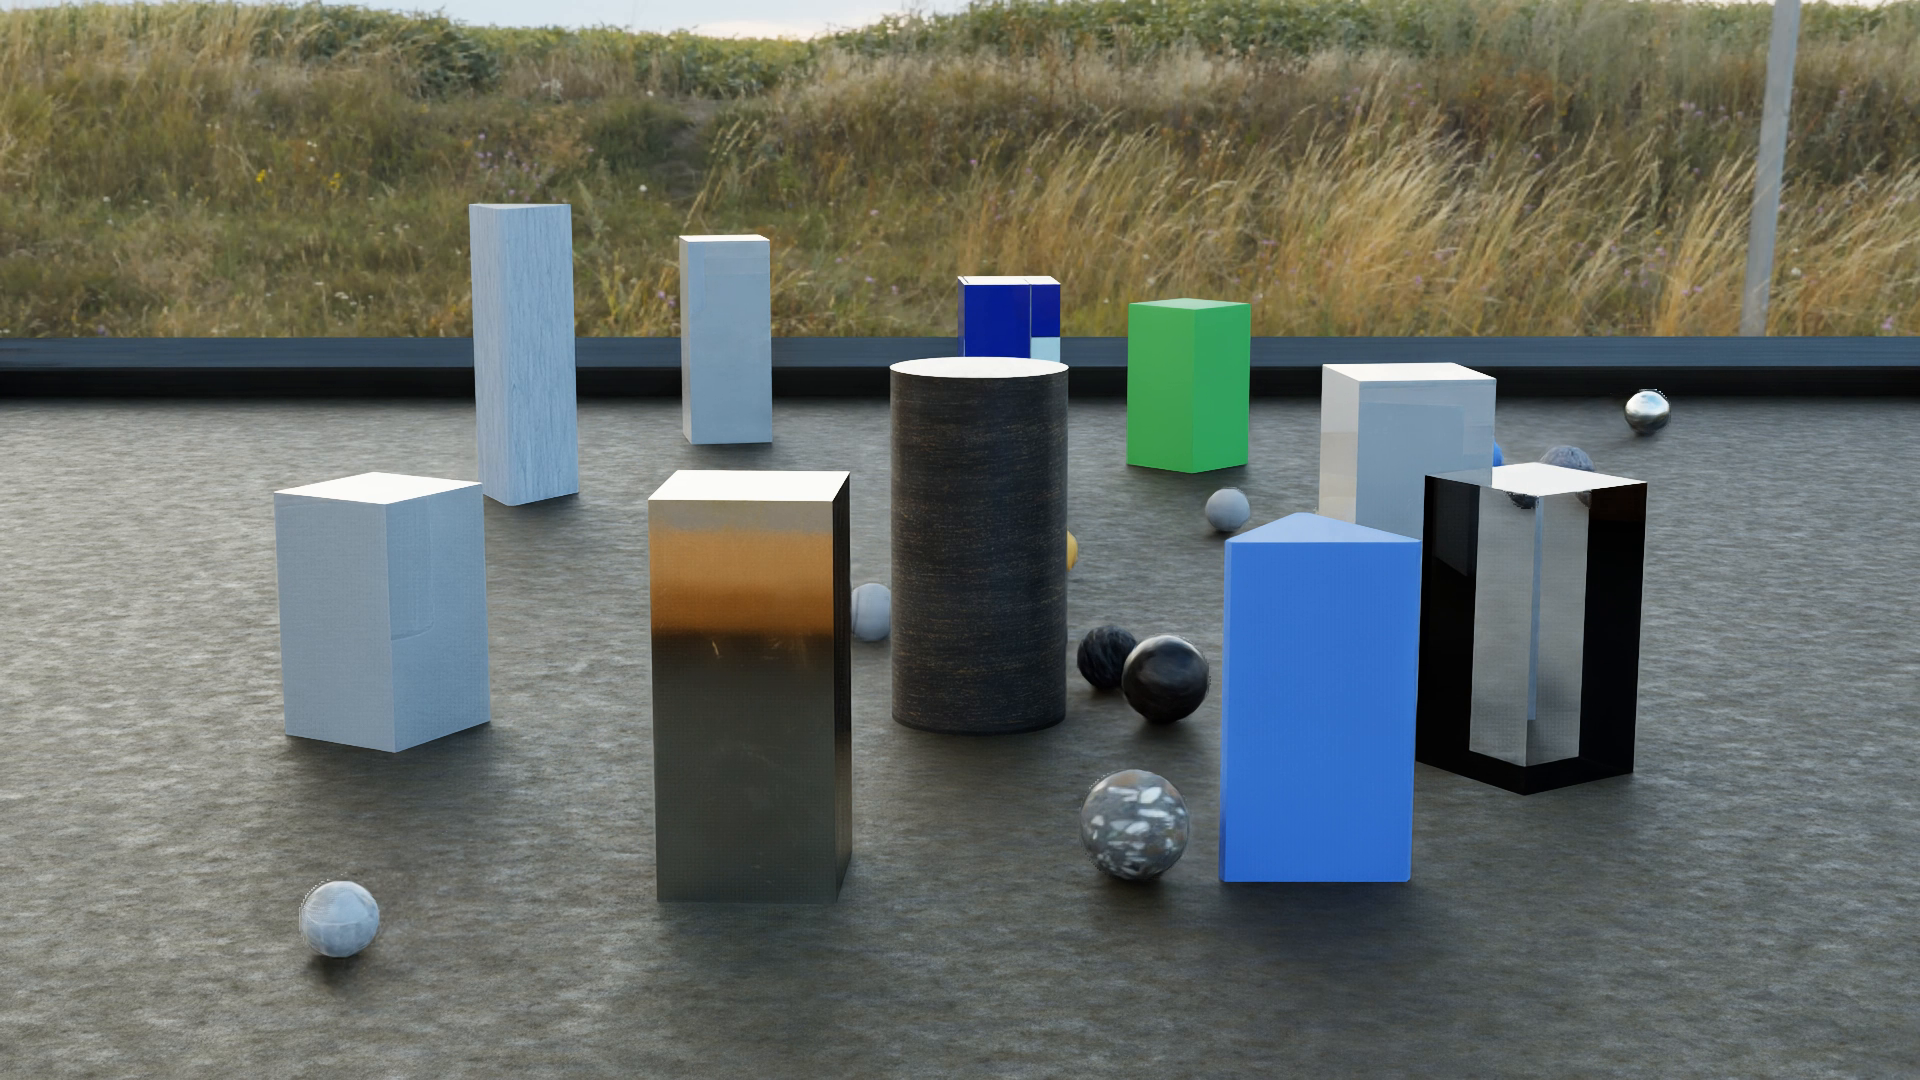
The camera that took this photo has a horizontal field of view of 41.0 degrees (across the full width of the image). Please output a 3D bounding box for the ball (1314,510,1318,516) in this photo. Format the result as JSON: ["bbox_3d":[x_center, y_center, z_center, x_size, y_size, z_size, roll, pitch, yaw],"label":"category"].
[{"bbox_3d":[0.564,-0.017,3.872,0.075,0.075,0.075,0,10,0],"label":"ball"}]

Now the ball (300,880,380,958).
[{"bbox_3d":[-0.512,0.313,2.121,0.063,0.063,0.063,0,10,0],"label":"ball"}]

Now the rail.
[{"bbox_3d":[-0.013,-0.384,5.700,4.444,0.129,0.045,0,10,0],"label":"rail"}]

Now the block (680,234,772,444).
[{"bbox_3d":[-0.461,-0.396,5.047,0.158,0.393,0.158,-2,11,-12],"label":"block"}]

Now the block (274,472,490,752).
[{"bbox_3d":[-0.636,0.076,2.835,0.158,0.271,0.158,6,12,29],"label":"block"}]

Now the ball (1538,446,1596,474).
[{"bbox_3d":[1.018,-0.110,4.313,0.098,0.098,0.098,0,10,0],"label":"ball"}]

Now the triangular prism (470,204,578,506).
[{"bbox_3d":[-0.769,-0.321,4.363,0.149,0.494,0.172,7,12,32],"label":"triangular prism"}]

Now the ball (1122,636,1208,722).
[{"bbox_3d":[0.230,0.156,2.879,0.097,0.097,0.097,0,10,0],"label":"ball"}]

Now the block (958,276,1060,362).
[{"bbox_3d":[0.081,-0.253,4.336,0.158,0.371,0.158,-1,11,-4],"label":"block"}]

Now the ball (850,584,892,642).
[{"bbox_3d":[-0.113,0.093,3.281,0.075,0.075,0.075,0,10,0],"label":"ball"}]

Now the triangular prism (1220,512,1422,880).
[{"bbox_3d":[0.321,0.141,2.367,0.172,0.312,0.149,0,10,0],"label":"triangular prism"}]

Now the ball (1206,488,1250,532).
[{"bbox_3d":[0.423,-0.047,4.053,0.069,0.069,0.069,0,10,0],"label":"ball"}]

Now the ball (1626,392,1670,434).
[{"bbox_3d":[1.371,-0.253,5.115,0.087,0.087,0.087,0,10,0],"label":"ball"}]

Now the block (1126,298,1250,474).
[{"bbox_3d":[0.420,-0.287,4.721,0.158,0.296,0.158,-10,15,-44],"label":"block"}]

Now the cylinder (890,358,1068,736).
[{"bbox_3d":[0.021,0.003,2.880,0.198,0.397,0.198,0,10,0],"label":"cylinder"}]

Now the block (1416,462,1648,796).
[{"bbox_3d":[0.593,0.088,2.671,0.158,0.307,0.158,-7,12,-33],"label":"block"}]

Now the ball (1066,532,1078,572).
[{"bbox_3d":[0.136,0.016,3.706,0.070,0.070,0.070,0,10,0],"label":"ball"}]

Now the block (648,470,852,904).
[{"bbox_3d":[-0.184,0.128,2.304,0.158,0.360,0.158,1,10,3],"label":"block"}]

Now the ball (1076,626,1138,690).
[{"bbox_3d":[0.176,0.138,3.031,0.076,0.076,0.076,0,10,0],"label":"ball"}]

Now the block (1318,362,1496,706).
[{"bbox_3d":[0.516,-0.008,2.993,0.158,0.378,0.158,-1,11,-7],"label":"block"}]

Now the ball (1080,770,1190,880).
[{"bbox_3d":[0.158,0.258,2.323,0.099,0.099,0.099,0,10,0],"label":"ball"}]

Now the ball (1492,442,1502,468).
[{"bbox_3d":[0.924,-0.145,4.557,0.078,0.078,0.078,0,10,0],"label":"ball"}]
